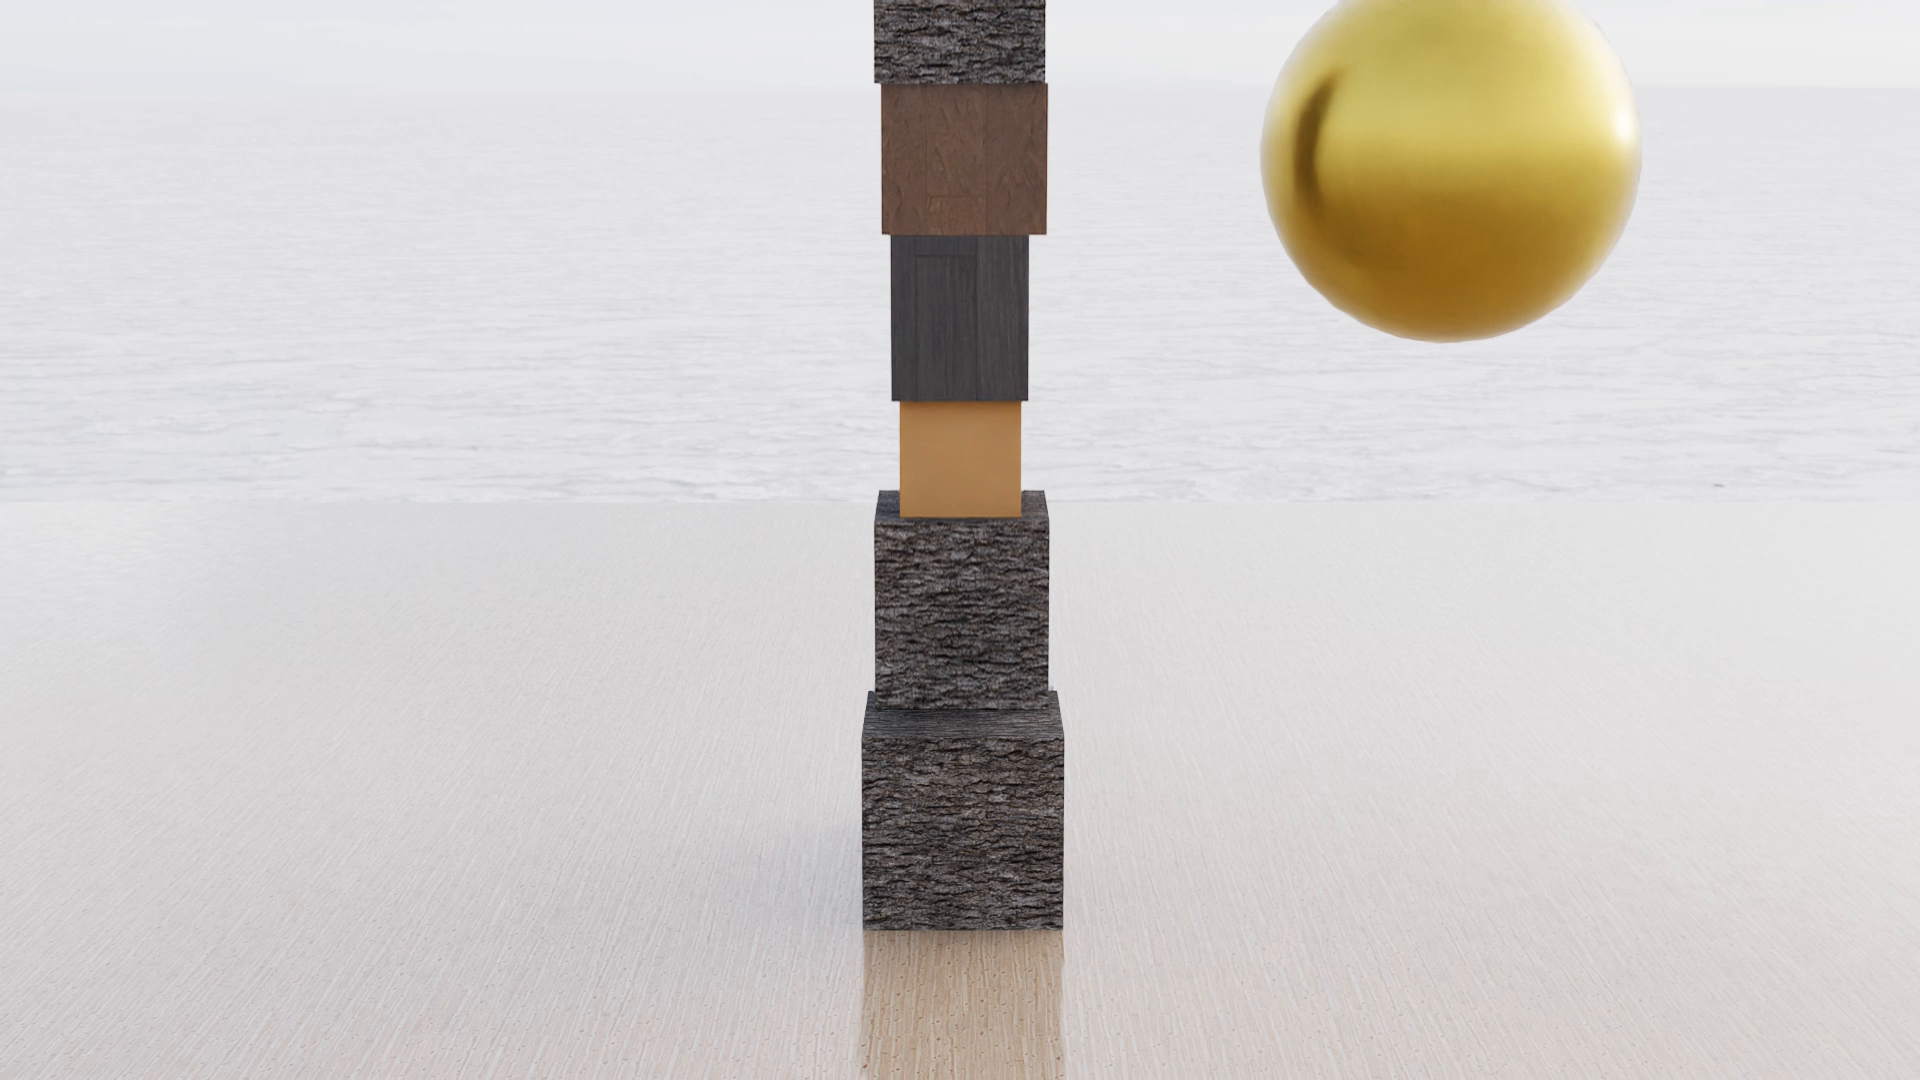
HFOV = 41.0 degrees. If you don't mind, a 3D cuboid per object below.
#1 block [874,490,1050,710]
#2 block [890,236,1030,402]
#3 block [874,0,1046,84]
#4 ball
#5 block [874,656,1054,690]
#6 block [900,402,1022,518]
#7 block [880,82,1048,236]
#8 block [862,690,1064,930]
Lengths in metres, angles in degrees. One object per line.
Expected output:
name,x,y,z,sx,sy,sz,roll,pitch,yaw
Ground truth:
block,0.008,0.250,11.211,0.740,0.818,0.704,0,12,0
block,-0.001,-0.982,10.941,0.573,0.690,0.645,0,12,0
block,-0.001,-2.269,10.664,0.695,0.705,0.724,0,12,0
ball,2.074,-1.635,10.883,1.600,1.600,1.600,0,10,0
block,0.016,0.988,11.783,0.793,0.841,0.791,0,10,0
block,0.002,-0.398,11.069,0.513,0.507,0.503,0,12,0
block,0.018,-1.622,10.804,0.683,0.619,0.609,0,12,0
block,0.012,1.142,10.981,0.833,0.824,0.823,0,10,0
